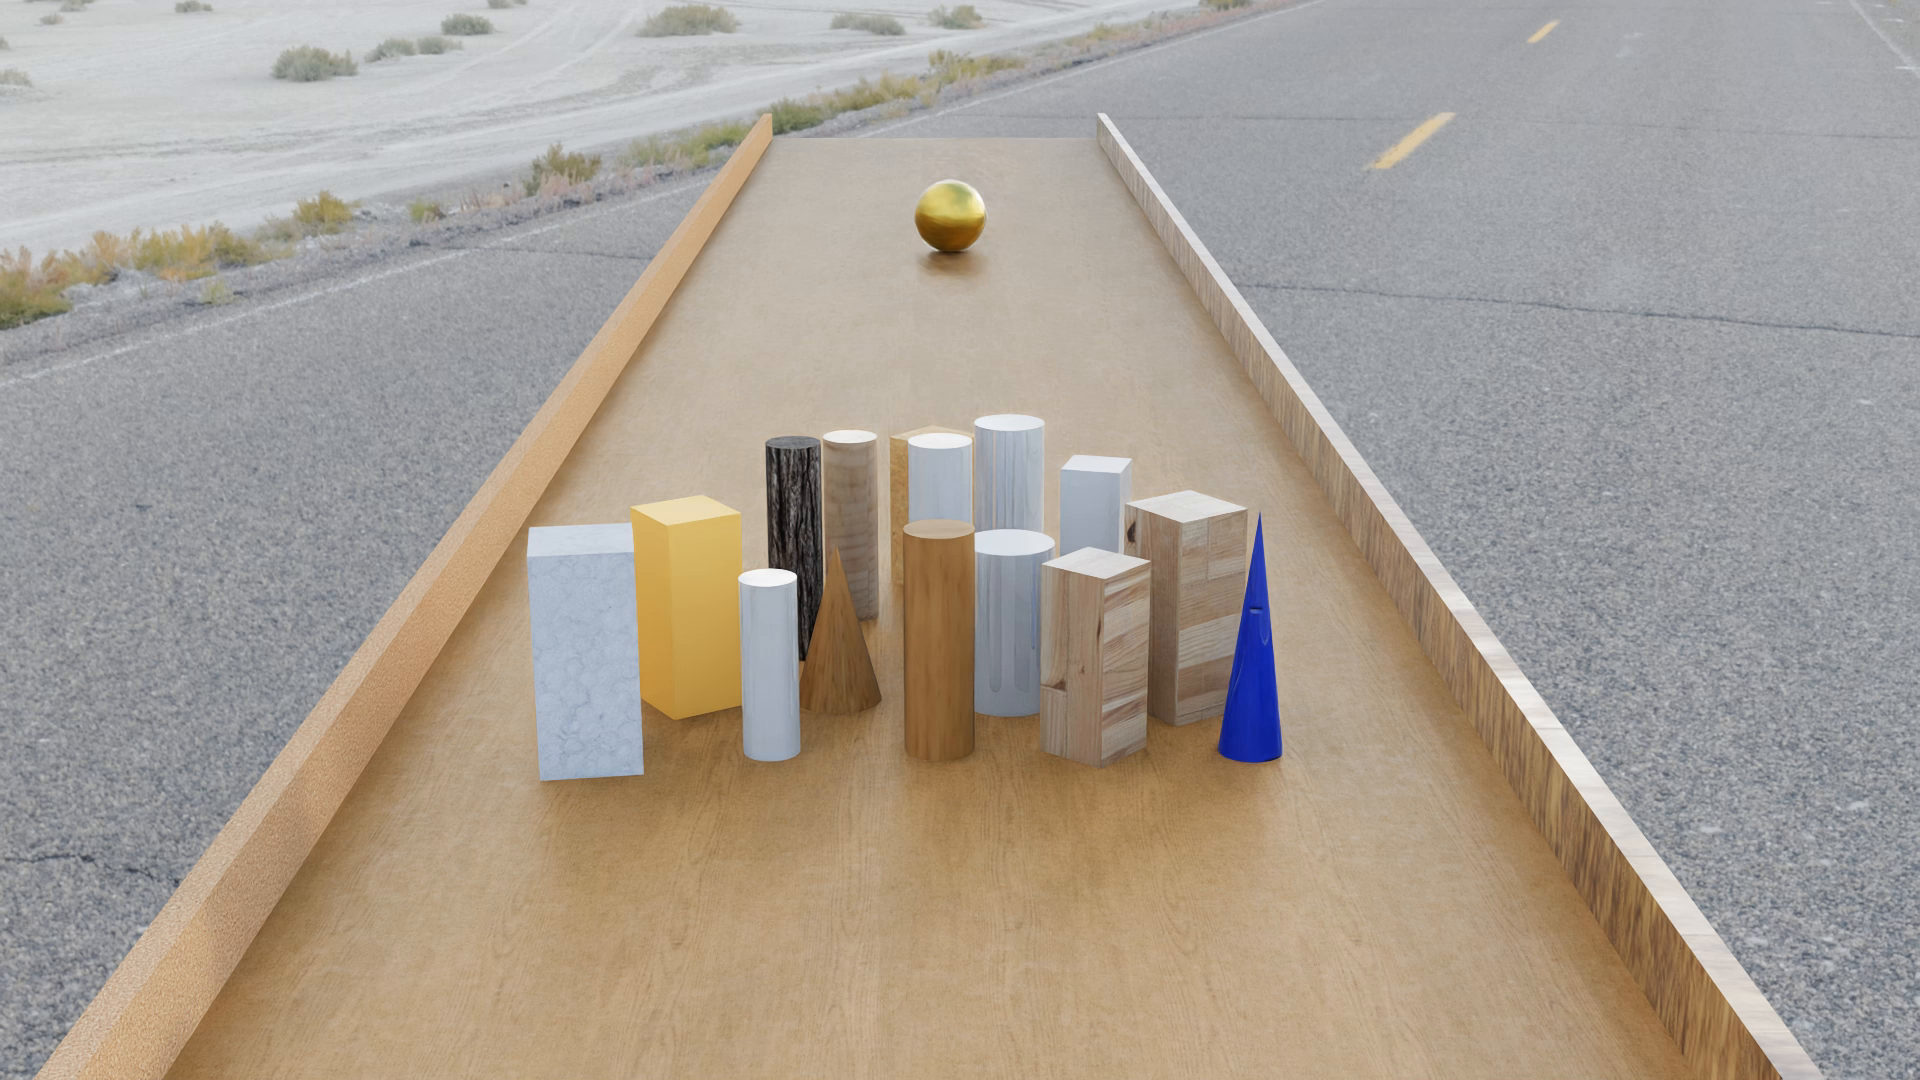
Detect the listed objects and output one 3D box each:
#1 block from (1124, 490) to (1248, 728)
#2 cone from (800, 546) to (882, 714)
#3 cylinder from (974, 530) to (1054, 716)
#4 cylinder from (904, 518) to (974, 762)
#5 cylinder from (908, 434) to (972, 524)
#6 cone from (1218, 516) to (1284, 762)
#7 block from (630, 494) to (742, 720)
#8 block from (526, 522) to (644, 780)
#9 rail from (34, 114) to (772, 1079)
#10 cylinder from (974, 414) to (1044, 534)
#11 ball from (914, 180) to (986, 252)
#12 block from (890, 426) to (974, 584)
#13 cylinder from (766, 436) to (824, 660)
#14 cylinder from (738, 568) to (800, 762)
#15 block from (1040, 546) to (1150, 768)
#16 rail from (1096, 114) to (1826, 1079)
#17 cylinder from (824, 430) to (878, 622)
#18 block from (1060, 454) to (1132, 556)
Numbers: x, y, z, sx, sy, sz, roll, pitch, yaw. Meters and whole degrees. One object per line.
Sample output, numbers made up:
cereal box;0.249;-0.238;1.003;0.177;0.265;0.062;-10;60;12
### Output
block;0.418;0.126;4.115;0.160;0.393;0.160;-12;20;-34
cone;-0.232;0.154;4.163;0.165;0.311;0.165;0;17;0
cylinder;0.091;0.155;4.151;0.172;0.316;0.172;0;17;0
cylinder;-0.037;0.177;3.907;0.126;0.412;0.126;0;17;0
cylinder;-0.039;0.021;4.366;0.126;0.450;0.126;0;17;0
cone;0.522;0.162;3.891;0.117;0.450;0.117;0;17;0
block;-0.511;0.125;4.145;0.152;0.378;0.152;-11;20;-32
block;-0.656;0.194;3.860;0.179;0.407;0.179;-3;17;-9
rail;-1.118;-0.838;7.780;0.050;0.150;12.000;0;17;-1
cylinder;0.103;-0.045;4.647;0.147;0.417;0.147;0;17;0
ball;-0.041;-1.369;9.294;0.305;0.305;0.305;0;17;0
block;-0.054;-0.069;4.876;0.142;0.332;0.142;14;21;38
cylinder;-0.329;0.017;4.400;0.109;0.438;0.109;0;17;0
cylinder;-0.338;0.222;3.907;0.103;0.326;0.103;0;17;0
block;0.239;0.208;3.914;0.137;0.351;0.137;13;21;38
rail;0.932;-0.844;7.801;0.050;0.150;12.000;0;17;-1
cylinder;-0.229;-0.029;4.640;0.113;0.390;0.113;0;17;0
block;0.270;0.039;4.398;0.118;0.397;0.118;5;17;15
